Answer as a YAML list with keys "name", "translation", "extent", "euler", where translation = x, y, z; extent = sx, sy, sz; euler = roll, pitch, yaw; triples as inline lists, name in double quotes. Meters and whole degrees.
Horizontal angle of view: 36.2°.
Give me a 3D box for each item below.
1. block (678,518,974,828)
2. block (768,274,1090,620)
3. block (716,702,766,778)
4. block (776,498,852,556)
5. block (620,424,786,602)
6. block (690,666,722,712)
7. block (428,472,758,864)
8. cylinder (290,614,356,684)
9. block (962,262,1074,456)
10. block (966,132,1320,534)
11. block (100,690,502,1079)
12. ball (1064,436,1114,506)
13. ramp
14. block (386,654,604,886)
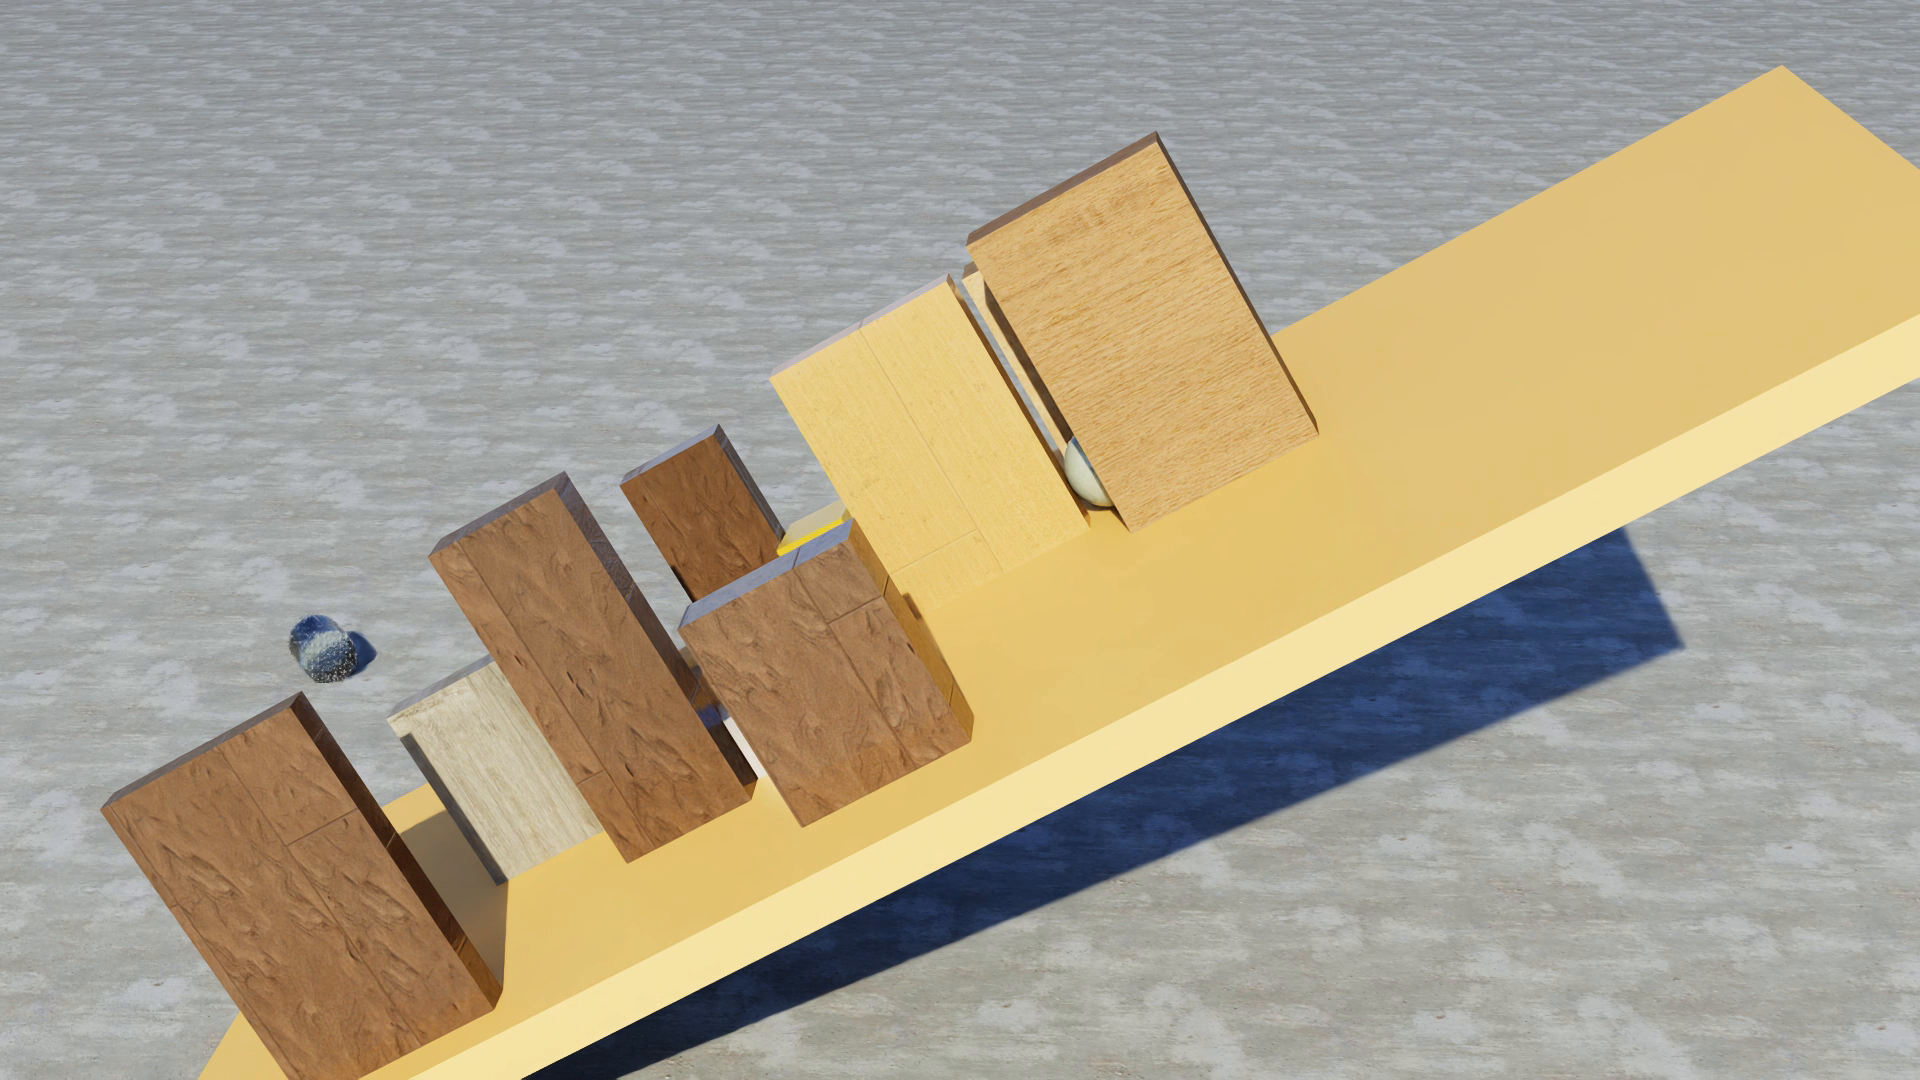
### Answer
- name: "block"
  translation: [-0.253, 0.256, 5.636]
  extent: [0.377, 0.464, 0.133]
  euler: [-28, 15, 12]
- name: "block"
  translation: [-0.062, -0.200, 6.446]
  extent: [0.444, 0.635, 0.084]
  euler: [-28, 15, 12]
- name: "block"
  translation: [-0.404, 0.384, 6.152]
  extent: [0.146, 0.146, 0.146]
  euler: [-32, 14, -4]
- name: "block"
  translation: [-0.301, 0.031, 7.067]
  extent: [0.181, 0.181, 0.181]
  euler: [-26, 15, 17]
- name: "block"
  translation: [-0.574, 0.000, 7.090]
  extent: [0.264, 0.492, 0.098]
  euler: [-28, 15, 12]
- name: "block"
  translation: [-0.588, 0.426, 6.252]
  extent: [0.210, 0.210, 0.210]
  euler: [-28, 15, 12]
- name: "block"
  translation: [-0.741, 0.264, 5.989]
  extent: [0.300, 0.761, 0.119]
  euler: [-28, 15, 12]
- name: "cylinder"
  translation: [-1.916, 0.327, 8.842]
  extent: [0.164, 0.164, 0.164]
  euler: [-9, 20, -25]
- name: "block"
  translation: [0.286, -0.428, 6.628]
  extent: [0.311, 0.579, 0.143]
  euler: [-28, 15, 12]
- name: "block"
  translation: [0.385, -0.430, 6.167]
  extent: [0.447, 0.711, 0.127]
  euler: [-28, 15, 12]
- name: "block"
  translation: [-1.265, 0.697, 5.673]
  extent: [0.441, 0.715, 0.085]
  euler: [-28, 15, 12]
- name: "ball"
  translation: [0.325, -0.170, 6.460]
  extent: [0.194, 0.194, 0.194]
  euler: [0, 18, 0]
- name: "ramp"
  translation: [0.142, 0.168, 6.284]
  extent: [4.000, 0.100, 2.000]
  euler: [-28, 15, 12]
- name: "block"
  translation: [-0.925, 0.454, 6.357]
  extent: [0.442, 0.445, 0.090]
  euler: [-28, 15, 12]
